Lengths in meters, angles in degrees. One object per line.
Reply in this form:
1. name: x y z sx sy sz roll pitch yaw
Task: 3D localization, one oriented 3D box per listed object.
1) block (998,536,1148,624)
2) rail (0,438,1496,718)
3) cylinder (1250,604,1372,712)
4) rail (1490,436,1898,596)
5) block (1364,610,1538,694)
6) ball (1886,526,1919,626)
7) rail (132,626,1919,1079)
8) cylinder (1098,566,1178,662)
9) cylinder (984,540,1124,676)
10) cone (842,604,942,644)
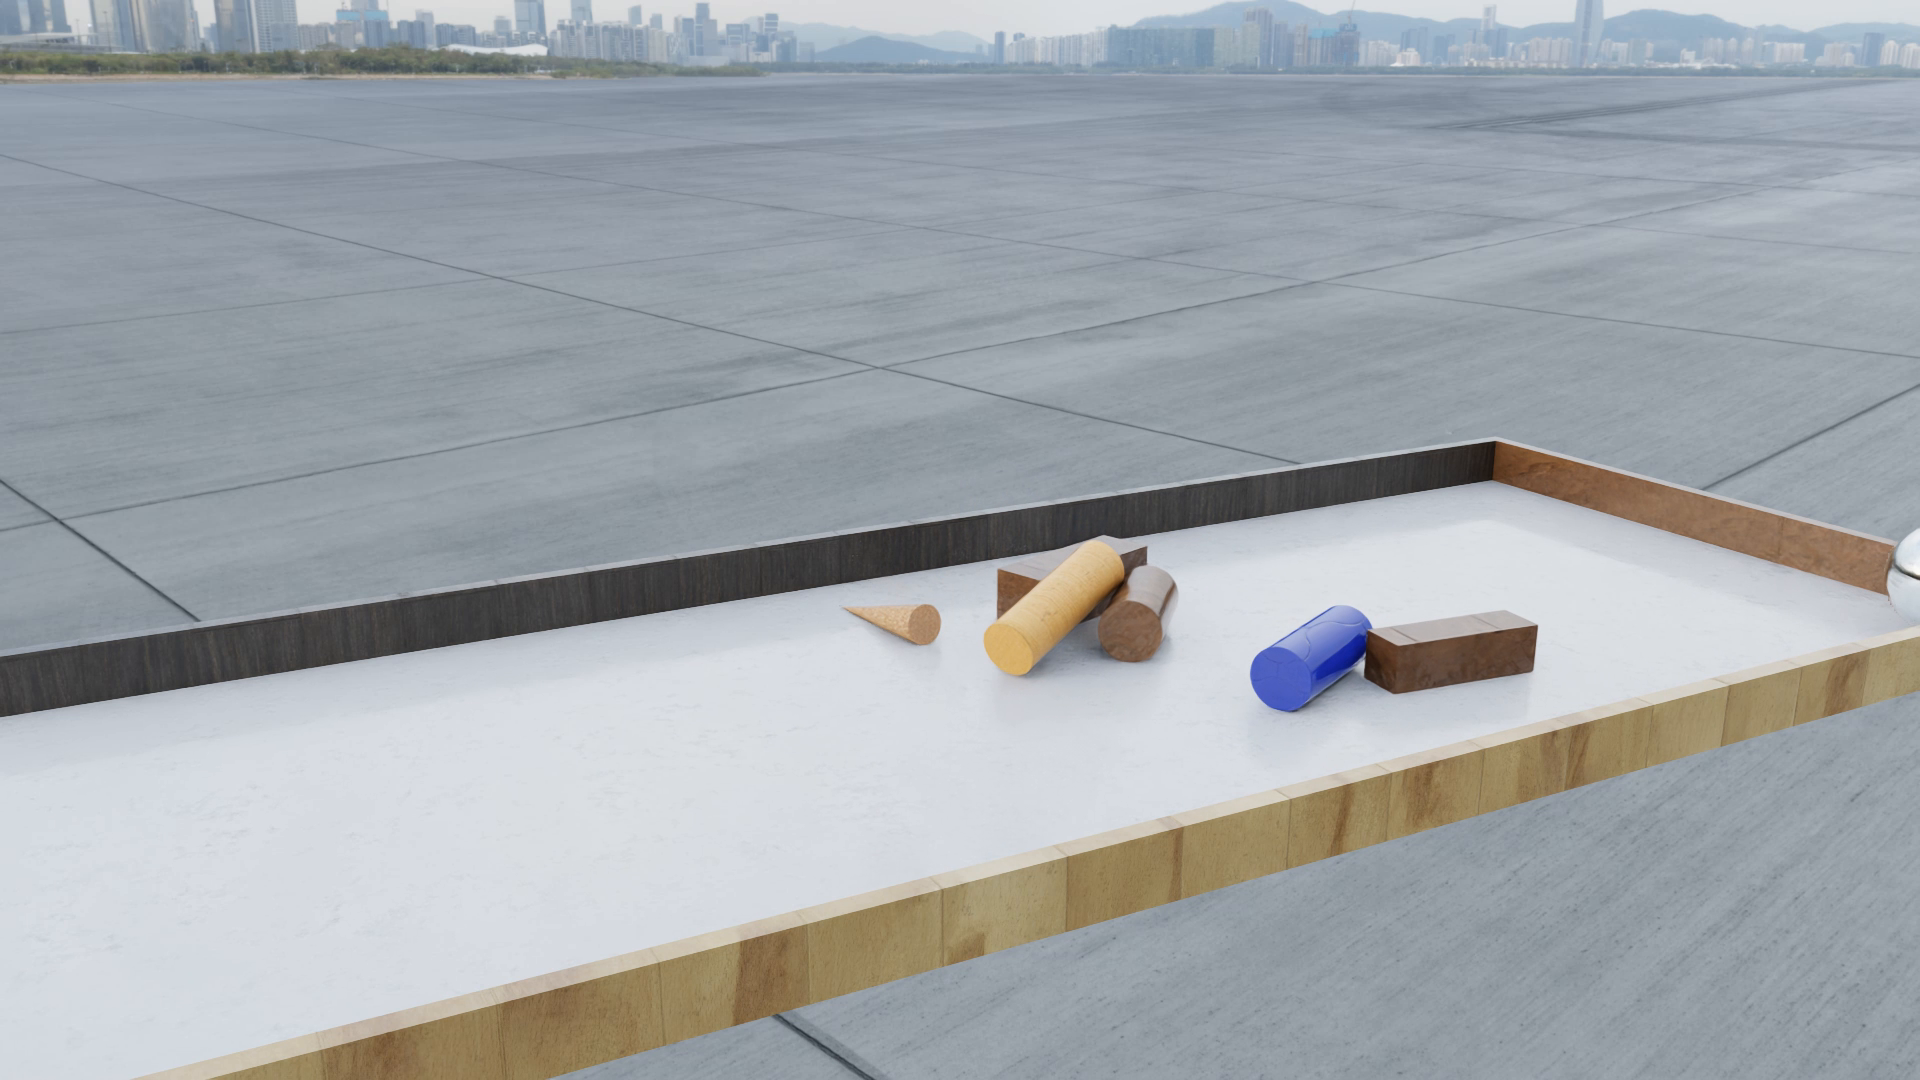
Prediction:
1. block: 0.320 0.125 4.643 0.162 0.162 0.458 15 22 42
2. rail: -3.305 0.497 3.399 12.000 0.150 0.050 -9 18 -27
3. cylinder: 0.878 0.288 4.090 0.160 0.160 0.385 11 20 34
4. rail: 2.466 -0.048 5.253 0.050 0.150 2.100 -9 18 -27
5. block: 1.243 0.281 4.173 0.425 0.127 0.127 -6 18 -21
6. ball: 2.681 0.101 4.454 0.314 0.314 0.314 0 16 0
7. rail: -2.336 1.006 1.665 12.000 0.150 0.050 -9 18 -27
8. cylinder: 0.479 0.194 4.398 0.168 0.168 0.319 4 17 14
9. cylinder: 0.251 0.172 4.312 0.149 0.149 0.456 12 34 35
10. cone: -0.217 0.208 4.549 0.110 0.110 0.398 -13 13 -37
